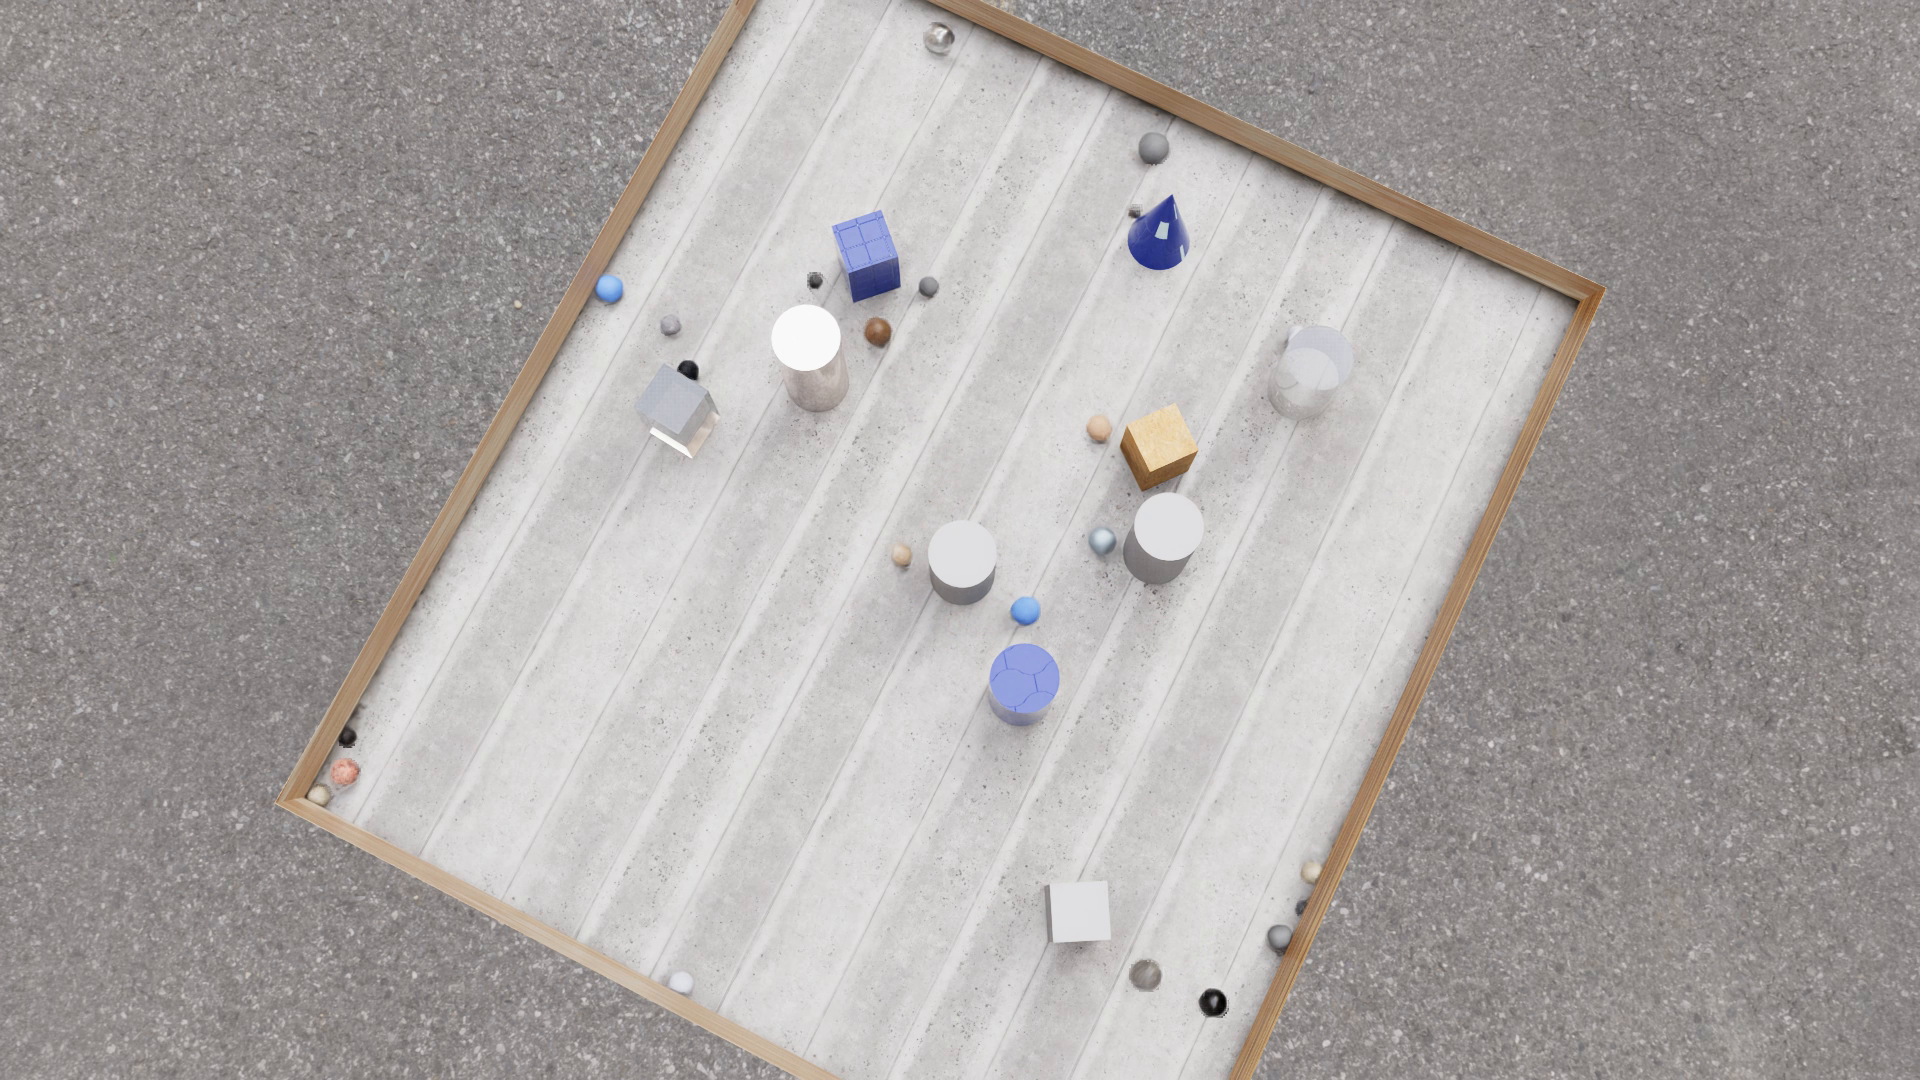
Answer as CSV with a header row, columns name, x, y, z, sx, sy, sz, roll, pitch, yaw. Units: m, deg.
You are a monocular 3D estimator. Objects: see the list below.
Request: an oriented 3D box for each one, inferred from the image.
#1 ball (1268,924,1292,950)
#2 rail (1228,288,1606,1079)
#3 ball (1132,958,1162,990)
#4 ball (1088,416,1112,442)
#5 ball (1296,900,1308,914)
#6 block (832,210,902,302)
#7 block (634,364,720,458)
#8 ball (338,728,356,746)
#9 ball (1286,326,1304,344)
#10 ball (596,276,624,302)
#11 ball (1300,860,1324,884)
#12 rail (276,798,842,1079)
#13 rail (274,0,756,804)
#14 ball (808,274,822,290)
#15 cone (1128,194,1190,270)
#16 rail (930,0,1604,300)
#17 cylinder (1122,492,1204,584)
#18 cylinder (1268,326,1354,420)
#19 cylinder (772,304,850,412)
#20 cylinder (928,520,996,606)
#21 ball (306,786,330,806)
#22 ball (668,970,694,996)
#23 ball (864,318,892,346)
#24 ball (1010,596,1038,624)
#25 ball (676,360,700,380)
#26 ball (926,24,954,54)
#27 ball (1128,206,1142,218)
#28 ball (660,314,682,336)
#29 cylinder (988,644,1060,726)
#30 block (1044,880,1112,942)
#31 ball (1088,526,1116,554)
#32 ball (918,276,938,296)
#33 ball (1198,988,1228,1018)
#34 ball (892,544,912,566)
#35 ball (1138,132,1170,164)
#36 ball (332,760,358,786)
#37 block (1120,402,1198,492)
name,x,y,z,sx,sy,sz,roll,pitch,yaw
ball,0.932,1.158,5.339,0.073,0.073,0.073,0,78,0
rail,1.258,0.623,5.421,0.045,0.129,3.192,26,80,5
ball,0.542,1.259,5.309,0.092,0.092,0.092,0,78,0
ball,0.430,-0.342,5.648,0.077,0.077,0.077,0,78,0
ball,1.005,1.078,5.372,0.043,0.043,0.043,0,78,0
block,-0.287,-0.873,5.658,0.159,0.272,0.159,-19,79,-4
block,-0.853,-0.388,5.550,0.159,0.288,0.159,31,80,6
ball,-1.829,0.586,5.467,0.055,0.055,0.055,0,78,0
ball,1.050,-0.635,5.714,0.066,0.066,0.066,0,78,0
ball,-1.098,-0.786,5.736,0.085,0.085,0.085,0,78,0
ball,1.034,0.975,5.381,0.066,0.066,0.066,0,78,0
rail,-0.703,1.384,5.263,2.861,0.129,0.045,26,80,5
rail,-1.258,-0.609,5.676,0.045,0.129,3.192,26,80,5
ball,-0.455,-0.812,5.761,0.047,0.047,0.047,0,78,0
cone,0.630,-0.989,5.625,0.199,0.384,0.199,0,78,0
rail,0.703,-1.370,5.833,2.861,0.129,0.045,26,80,5
cylinder,0.597,0.000,5.421,0.199,0.383,0.199,0,78,0
cylinder,1.056,-0.501,5.546,0.199,0.342,0.199,0,78,0
cylinder,-0.444,-0.538,5.501,0.199,0.445,0.199,0,78,0
cylinder,0.007,0.071,5.444,0.199,0.309,0.199,0,78,0
ball,-1.900,0.760,5.426,0.065,0.065,0.065,0,78,0
ball,-0.809,1.285,5.314,0.072,0.072,0.072,0,78,0
ball,-0.254,-0.646,5.707,0.086,0.086,0.086,0,78,0
ball,0.196,0.214,5.530,0.084,0.084,0.084,0,78,0
ball,-0.844,-0.524,5.689,0.071,0.071,0.071,0,78,0
ball,-0.066,-1.616,5.904,0.093,0.093,0.093,0,78,0
ball,0.555,-1.040,5.811,0.041,0.041,0.041,0,78,0
ball,-0.902,-0.672,5.723,0.064,0.064,0.064,0,78,0
cylinder,0.182,0.426,5.345,0.199,0.358,0.199,0,78,0
block,0.332,1.060,5.222,0.159,0.343,0.159,-3,78,-1
ball,0.433,0.002,5.572,0.086,0.086,0.086,0,78,0
ball,-0.100,-0.795,5.750,0.062,0.062,0.062,0,78,0
ball,0.732,1.337,5.298,0.082,0.082,0.082,0,78,0
ball,-0.177,0.047,5.574,0.065,0.065,0.065,0,78,0
ball,0.615,-1.247,5.824,0.099,0.099,0.099,0,78,0
ball,-1.825,0.691,5.436,0.074,0.074,0.074,0,78,0
block,0.599,-0.277,5.541,0.159,0.260,0.159,-24,79,-5
